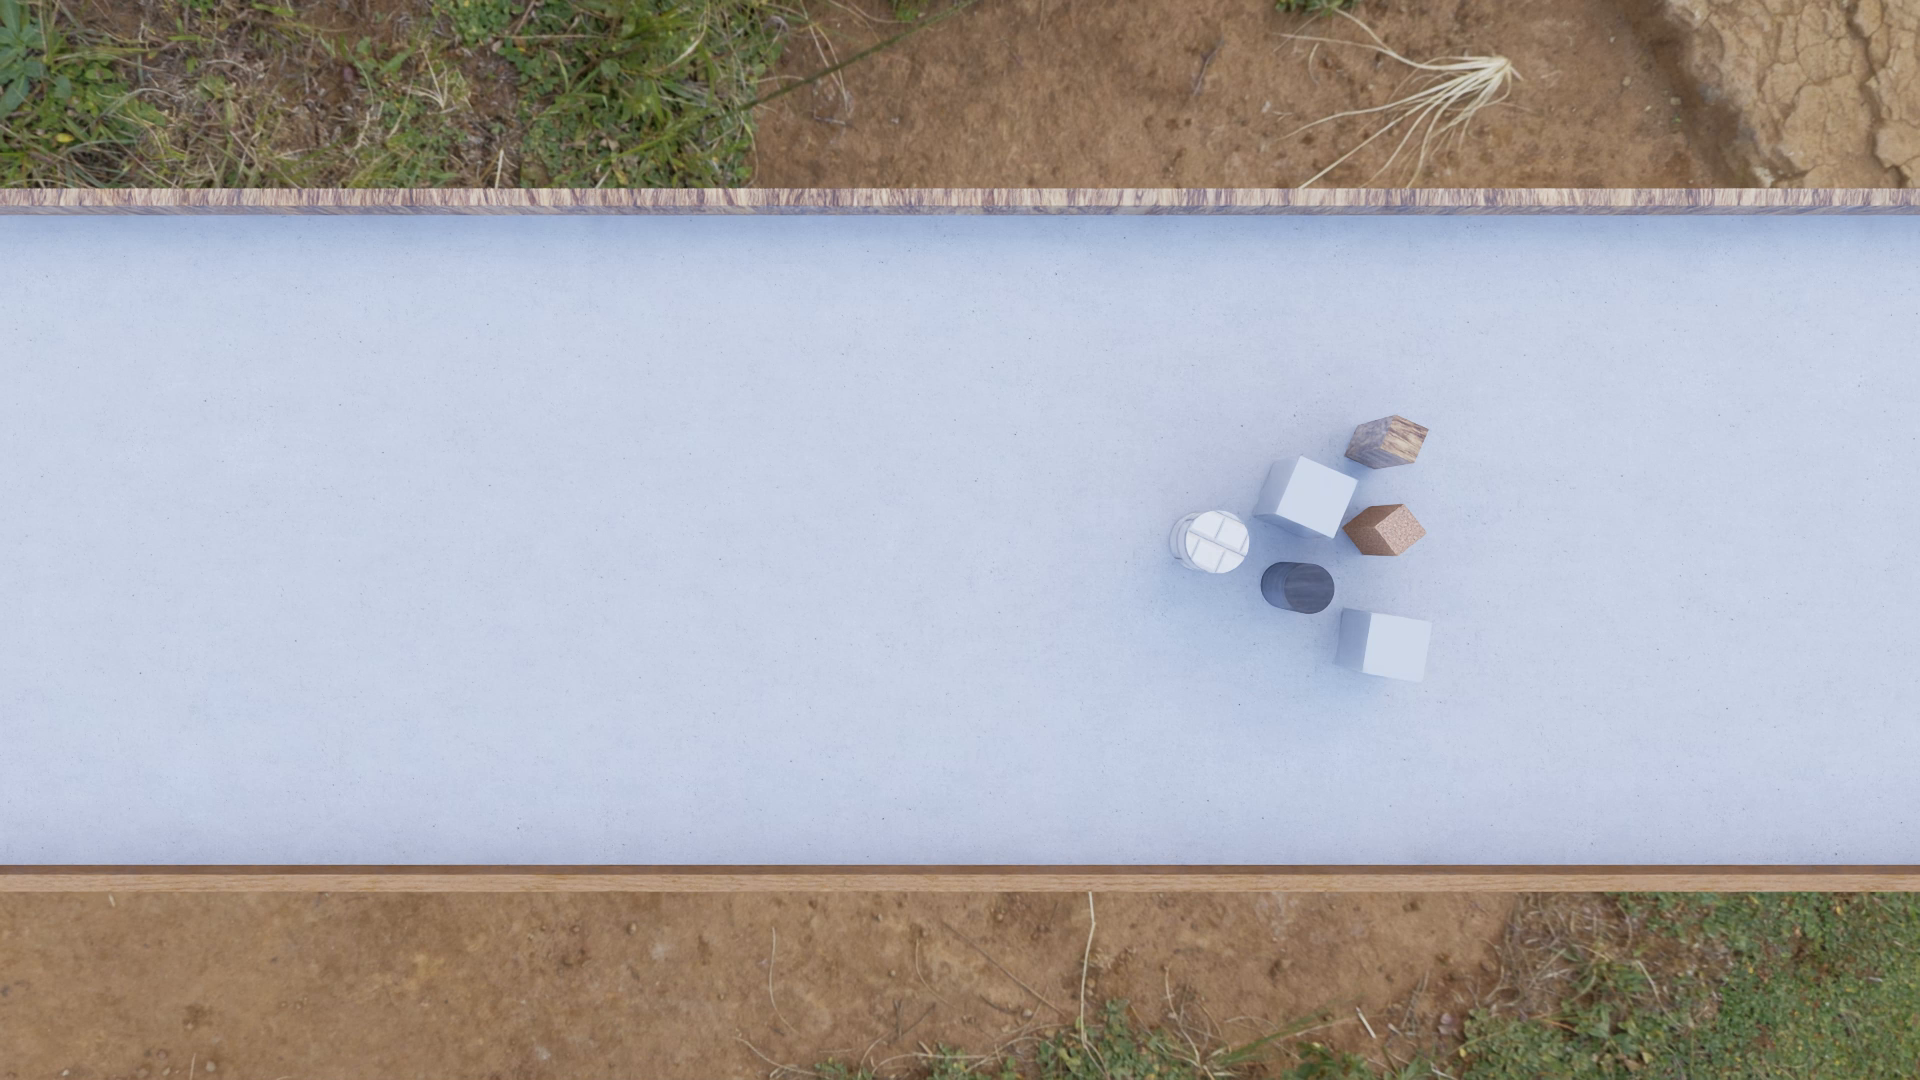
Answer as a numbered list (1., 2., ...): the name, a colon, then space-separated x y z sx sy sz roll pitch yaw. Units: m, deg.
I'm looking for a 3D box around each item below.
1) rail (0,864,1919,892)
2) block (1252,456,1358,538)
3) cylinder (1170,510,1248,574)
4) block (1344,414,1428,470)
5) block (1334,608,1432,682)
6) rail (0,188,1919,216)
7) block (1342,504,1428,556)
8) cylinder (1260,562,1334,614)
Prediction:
1. rail: -2.247 1.025 5.001 12.000 0.150 0.050 0 90 0
2. block: 1.015 -0.122 4.884 0.179 0.384 0.179 23 90 0
3. cylinder: 0.734 0.005 4.888 0.179 0.377 0.179 0 90 0
4. block: 1.250 -0.285 4.855 0.103 0.444 0.103 24 90 0
5. block: 1.254 0.308 4.903 0.175 0.347 0.175 9 90 0
6. rail: -2.247 -1.025 5.002 12.000 0.150 0.050 0 90 0
7. block: 1.250 -0.028 4.876 0.107 0.400 0.107 -38 90 0
8. cylinder: 0.998 0.139 4.893 0.145 0.367 0.145 0 90 0
